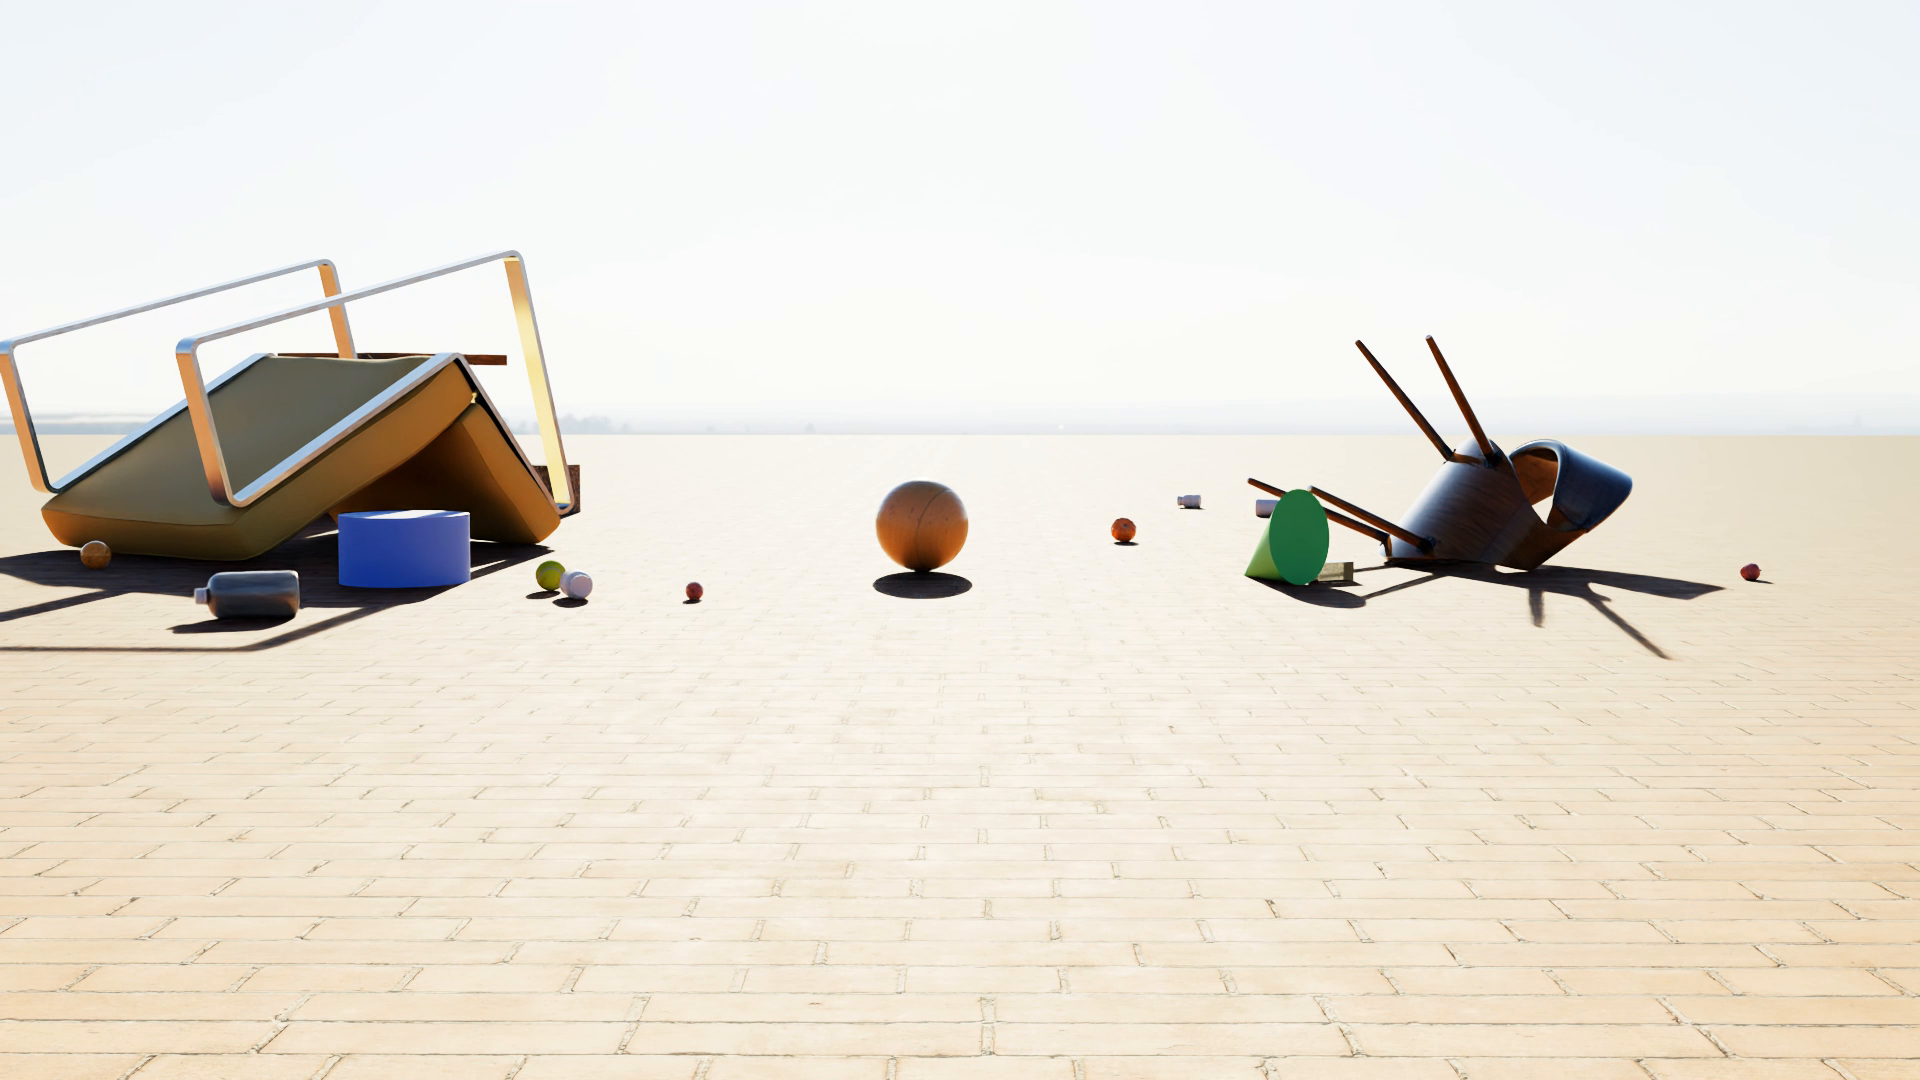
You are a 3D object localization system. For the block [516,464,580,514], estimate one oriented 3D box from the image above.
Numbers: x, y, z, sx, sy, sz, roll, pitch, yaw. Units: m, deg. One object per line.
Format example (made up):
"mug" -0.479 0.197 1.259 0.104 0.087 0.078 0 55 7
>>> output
"block" -1.495 -0.187 7.982 0.177 0.176 0.149 2 4 29

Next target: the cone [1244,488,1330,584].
"cone" 0.733 0.039 5.187 0.159 0.251 0.256 22 -29 -15

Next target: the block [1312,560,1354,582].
"block" 0.861 0.073 5.154 0.105 0.045 0.066 -2 5 -29

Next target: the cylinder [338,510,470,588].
"cylinder" -1.295 0.018 5.129 0.298 0.157 0.318 -1 4 -9

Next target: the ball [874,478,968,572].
"ball" -0.094 -0.038 5.404 0.232 0.232 0.232 0 4 0

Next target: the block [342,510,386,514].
"block" -1.460 -0.004 5.610 0.189 0.136 0.109 -4 5 -42
